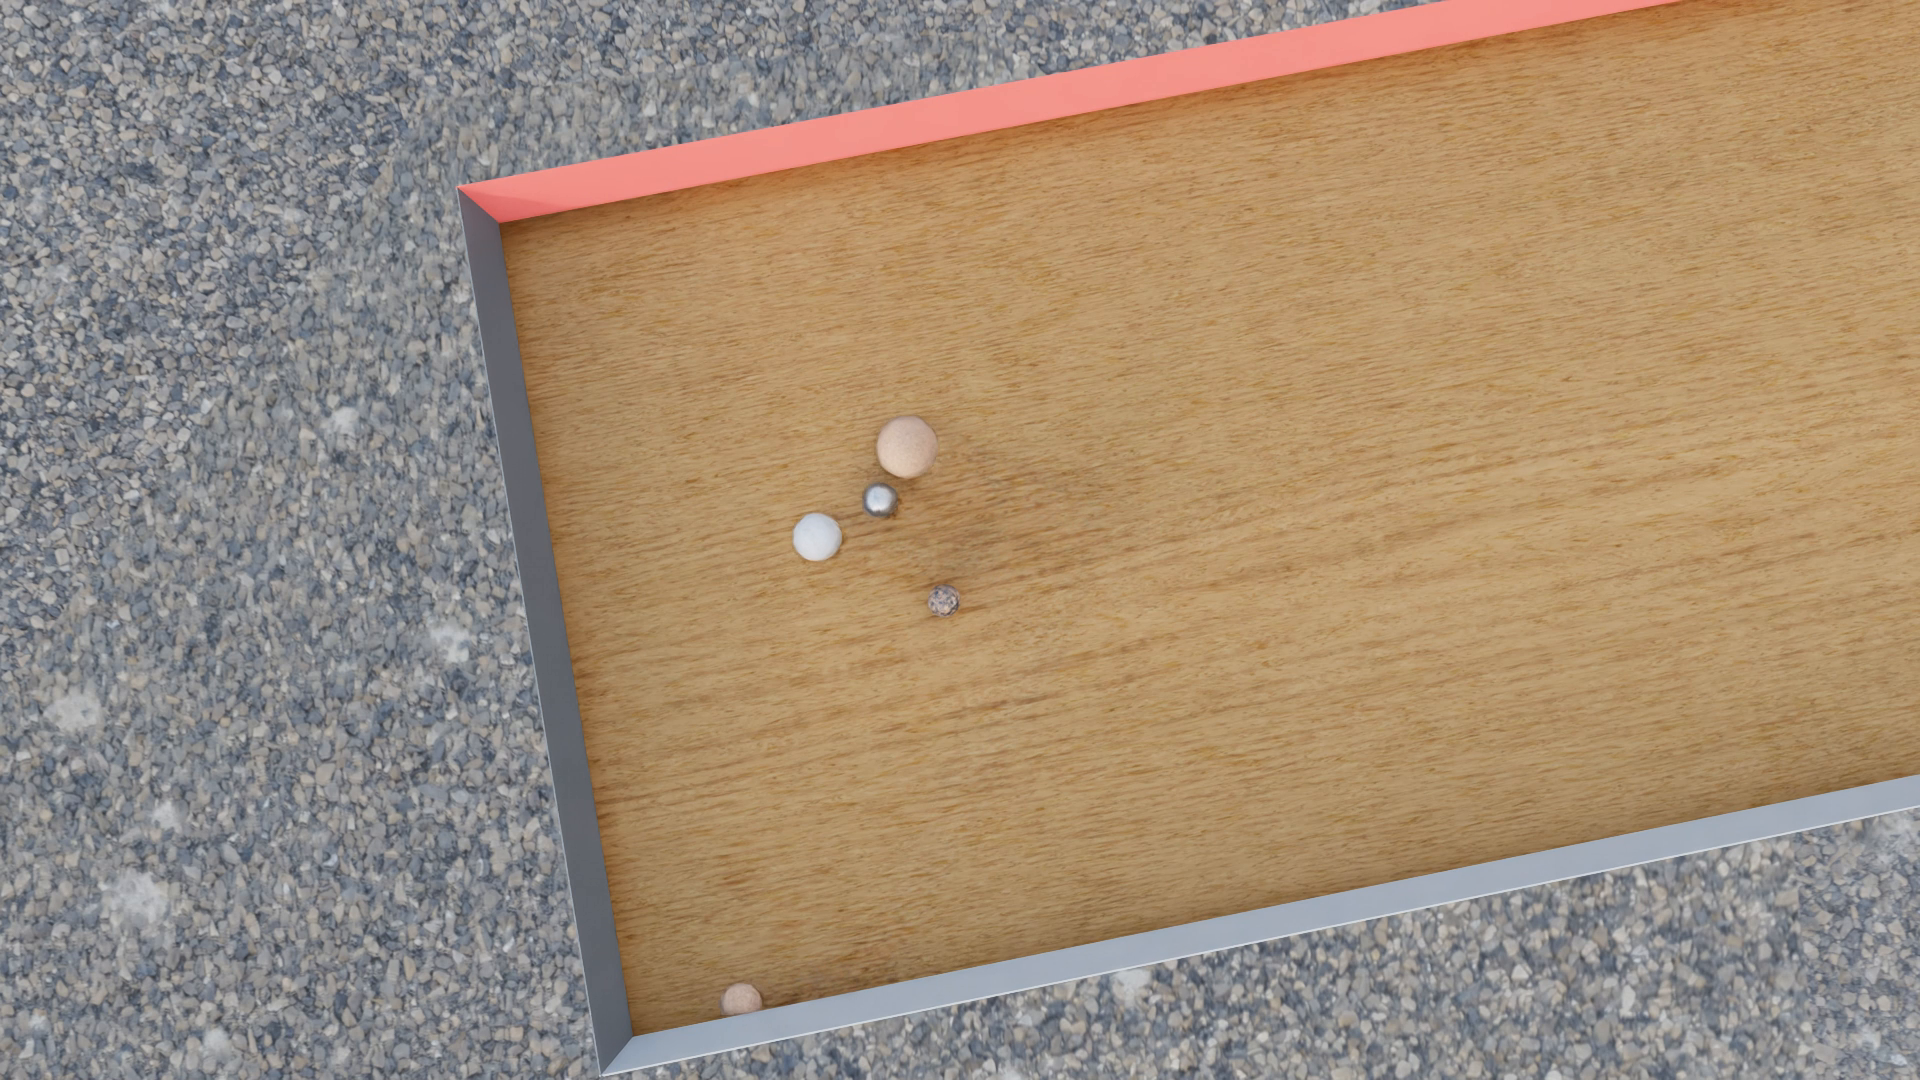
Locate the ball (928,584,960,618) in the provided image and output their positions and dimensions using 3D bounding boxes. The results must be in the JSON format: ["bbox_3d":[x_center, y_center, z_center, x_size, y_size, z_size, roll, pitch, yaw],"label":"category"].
[{"bbox_3d":[-0.024,0.091,3.296,0.050,0.050,0.050,0,78,0],"label":"ball"}]

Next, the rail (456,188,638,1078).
[{"bbox_3d":[-0.609,0.114,3.253,0.045,0.122,1.337,-11,78,-2],"label":"rail"}]

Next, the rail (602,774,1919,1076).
[{"bbox_3d":[0.759,0.489,3.174,2.580,0.122,0.045,-11,78,-2],"label":"rail"}]

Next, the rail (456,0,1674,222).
[{"bbox_3d":[0.506,-0.749,3.434,2.580,0.122,0.045,-11,78,-2],"label":"rail"}]

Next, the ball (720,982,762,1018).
[{"bbox_3d":[-0.315,0.668,3.169,0.059,0.059,0.059,0,78,0],"label":"ball"}]

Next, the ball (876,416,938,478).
[{"bbox_3d":[-0.079,-0.140,3.322,0.094,0.094,0.094,0,78,0],"label":"ball"}]

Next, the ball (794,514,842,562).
[{"bbox_3d":[-0.214,-0.004,3.304,0.073,0.073,0.073,0,78,0],"label":"ball"}]

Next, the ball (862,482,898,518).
[{"bbox_3d":[-0.120,-0.060,3.325,0.054,0.054,0.054,0,78,0],"label":"ball"}]
